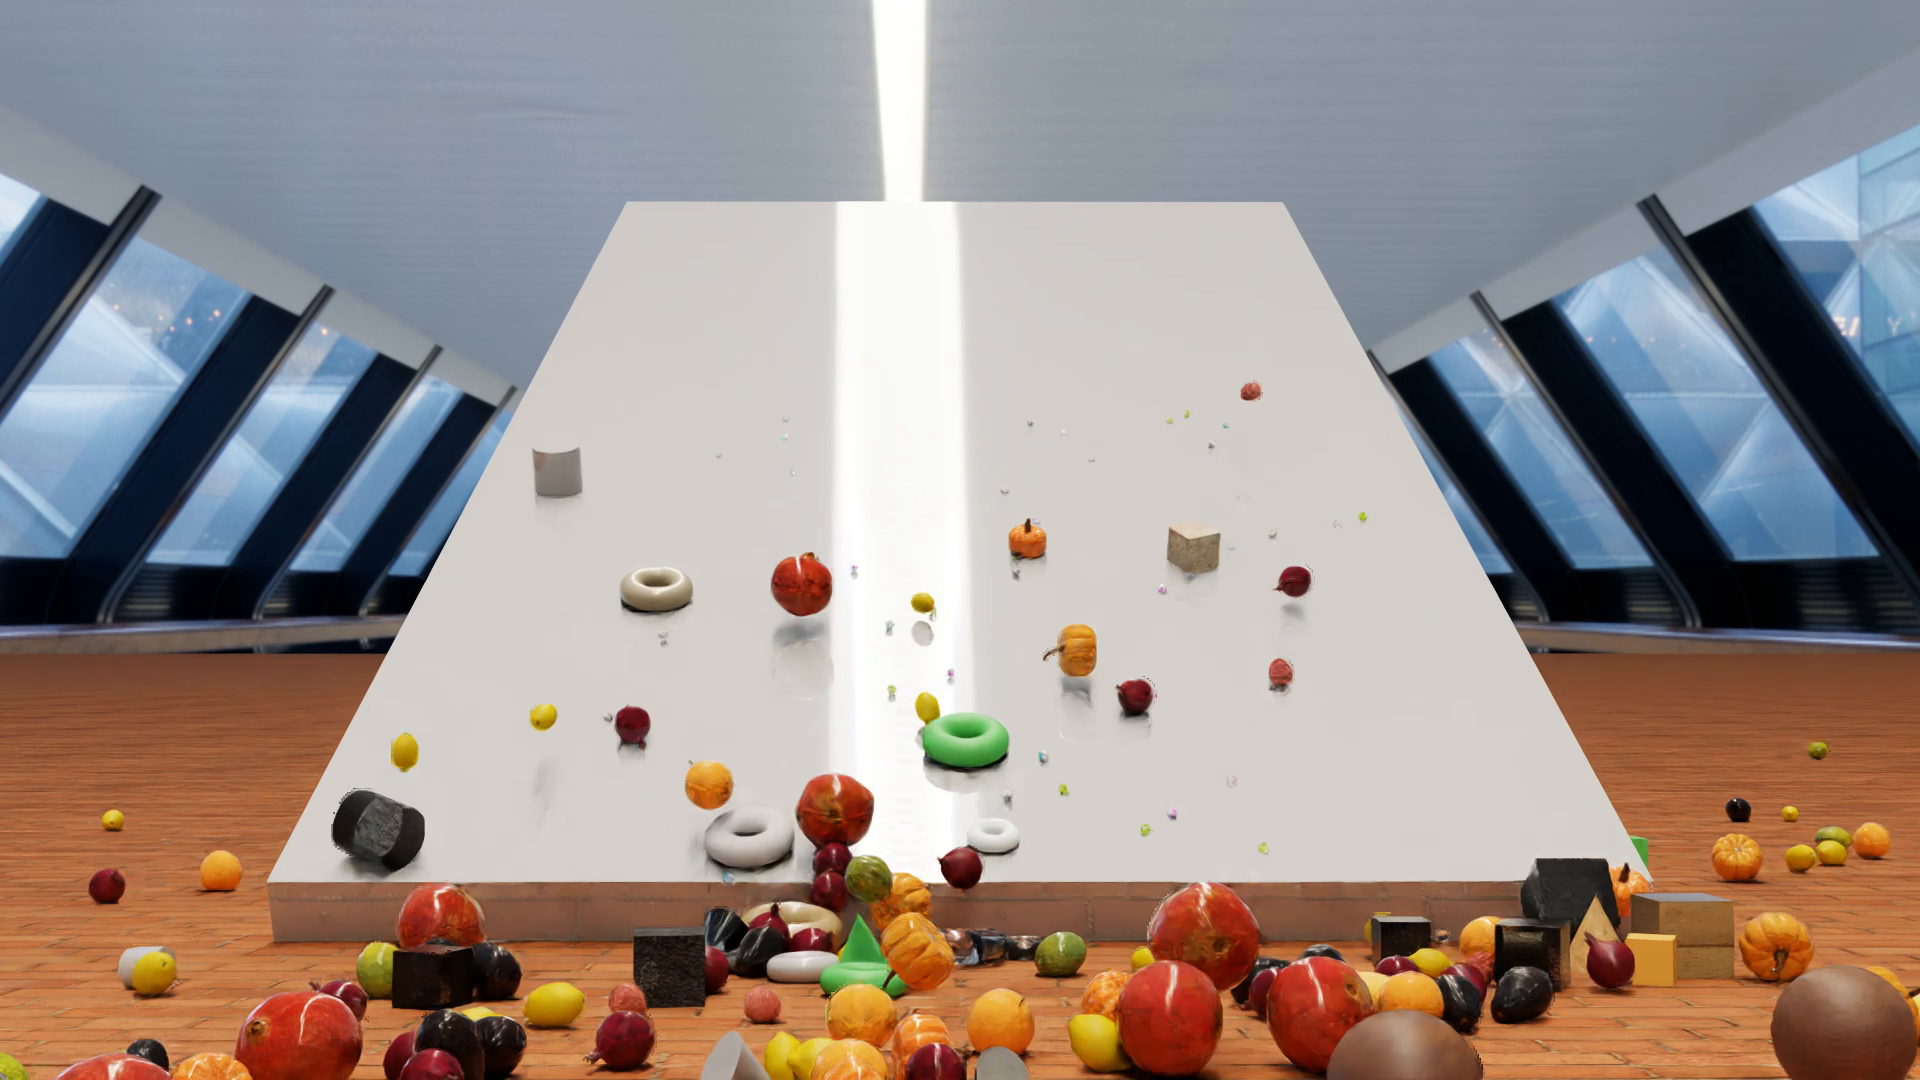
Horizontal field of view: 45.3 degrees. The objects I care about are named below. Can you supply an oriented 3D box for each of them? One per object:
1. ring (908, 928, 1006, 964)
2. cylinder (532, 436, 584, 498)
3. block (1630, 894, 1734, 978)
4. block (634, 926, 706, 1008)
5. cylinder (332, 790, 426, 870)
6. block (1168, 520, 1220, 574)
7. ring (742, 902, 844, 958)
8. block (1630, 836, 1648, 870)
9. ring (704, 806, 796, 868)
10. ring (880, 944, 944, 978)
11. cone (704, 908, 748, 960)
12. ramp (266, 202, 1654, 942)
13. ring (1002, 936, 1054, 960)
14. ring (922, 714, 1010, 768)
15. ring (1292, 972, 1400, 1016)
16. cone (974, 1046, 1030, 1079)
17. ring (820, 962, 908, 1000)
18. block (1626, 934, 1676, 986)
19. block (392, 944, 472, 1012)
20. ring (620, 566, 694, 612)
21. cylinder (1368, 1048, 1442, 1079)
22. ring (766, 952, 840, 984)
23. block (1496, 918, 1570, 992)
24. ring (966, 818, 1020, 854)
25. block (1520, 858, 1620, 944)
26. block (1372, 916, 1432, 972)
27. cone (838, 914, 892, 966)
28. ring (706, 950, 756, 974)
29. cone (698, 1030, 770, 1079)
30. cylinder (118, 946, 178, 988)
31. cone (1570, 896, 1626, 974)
[{"bbox_3d":[-0.005,0.550,3.122,0.137,0.046,0.137,0,-7,0],"label":"ring"},{"bbox_3d":[-0.829,-0.150,4.746,0.098,0.098,0.098,0,22,0],"label":"cylinder"},{"bbox_3d":[0.950,0.520,3.030,0.099,0.099,0.099,0,-3,-5],"label":"block"},{"bbox_3d":[-0.351,0.516,2.782,0.085,0.085,0.085,0,-3,-7],"label":"block"},{"bbox_3d":[-0.847,0.422,3.357,0.093,0.093,0.093,15,5,29],"label":"cylinder"},{"bbox_3d":[0.446,0.013,4.392,0.071,0.071,0.071,-11,25,-26],"label":"block"},{"bbox_3d":[-0.233,0.539,3.172,0.148,0.049,0.148,3,8,0],"label":"ring"},{"bbox_3d":[1.220,0.588,4.258,0.077,0.077,0.077,0,-3,-5],"label":"block"},{"bbox_3d":[-0.310,0.437,3.391,0.135,0.045,0.135,-2,23,1],"label":"ring"},{"bbox_3d":[-0.073,0.553,3.026,0.104,0.035,0.104,1,-3,0],"label":"ring"},{"bbox_3d":[-0.321,0.531,3.019,0.067,0.067,0.067,-1,28,25],"label":"cone"},{"bbox_3d":[-0.007,-0.223,5.187,2.000,0.100,4.000,0,22,0],"label":"ramp"},{"bbox_3d":[0.089,0.564,3.180,0.080,0.027,0.080,-1,-2,0],"label":"ring"},{"bbox_3d":[0.009,0.319,3.680,0.140,0.047,0.140,1,22,0],"label":"ring"},{"bbox_3d":[0.455,0.534,2.715,0.126,0.042,0.126,0,-4,0],"label":"ring"},{"bbox_3d":[0.025,0.517,2.176,0.059,0.059,0.059,2,-30,-35],"label":"cone"},{"bbox_3d":[-0.118,0.543,2.831,0.109,0.036,0.109,1,-3,0],"label":"ring"},{"bbox_3d":[0.884,0.537,2.945,0.058,0.058,0.058,-1,-3,22],"label":"block"},{"bbox_3d":[-0.631,0.523,2.755,0.067,0.067,0.067,-1,-3,22],"label":"block"},{"bbox_3d":[-0.559,0.090,4.234,0.136,0.045,0.136,3,24,-1],"label":"ring"},{"bbox_3d":[0.414,0.502,2.140,0.053,0.053,0.053,-2,-3,30],"label":"cylinder"},{"bbox_3d":[-0.202,0.551,2.970,0.097,0.032,0.097,-2,-3,0],"label":"ring"},{"bbox_3d":[0.724,0.524,2.909,0.080,0.080,0.080,-1,-3,23],"label":"block"},{"bbox_3d":[0.049,0.438,3.416,0.081,0.027,0.081,1,22,0],"label":"ring"},{"bbox_3d":[0.840,0.507,3.173,0.099,0.099,0.099,-1,-37,-2],"label":"block"},{"bbox_3d":[0.588,0.538,3.069,0.066,0.066,0.066,0,-3,0],"label":"block"},{"bbox_3d":[-0.126,0.520,2.952,0.085,0.085,0.085,-5,-2,0],"label":"cone"},{"bbox_3d":[-0.310,0.558,3.050,0.078,0.026,0.078,1,-3,0],"label":"ring"},{"bbox_3d":[-0.196,0.513,2.173,0.074,0.074,0.074,36,-19,-24],"label":"cone"},{"bbox_3d":[-1.019,0.537,2.891,0.050,0.050,0.050,-5,-4,15],"label":"cylinder"},{"bbox_3d":[0.848,0.522,3.067,0.099,0.099,0.099,0,-3,0],"label":"cone"}]
